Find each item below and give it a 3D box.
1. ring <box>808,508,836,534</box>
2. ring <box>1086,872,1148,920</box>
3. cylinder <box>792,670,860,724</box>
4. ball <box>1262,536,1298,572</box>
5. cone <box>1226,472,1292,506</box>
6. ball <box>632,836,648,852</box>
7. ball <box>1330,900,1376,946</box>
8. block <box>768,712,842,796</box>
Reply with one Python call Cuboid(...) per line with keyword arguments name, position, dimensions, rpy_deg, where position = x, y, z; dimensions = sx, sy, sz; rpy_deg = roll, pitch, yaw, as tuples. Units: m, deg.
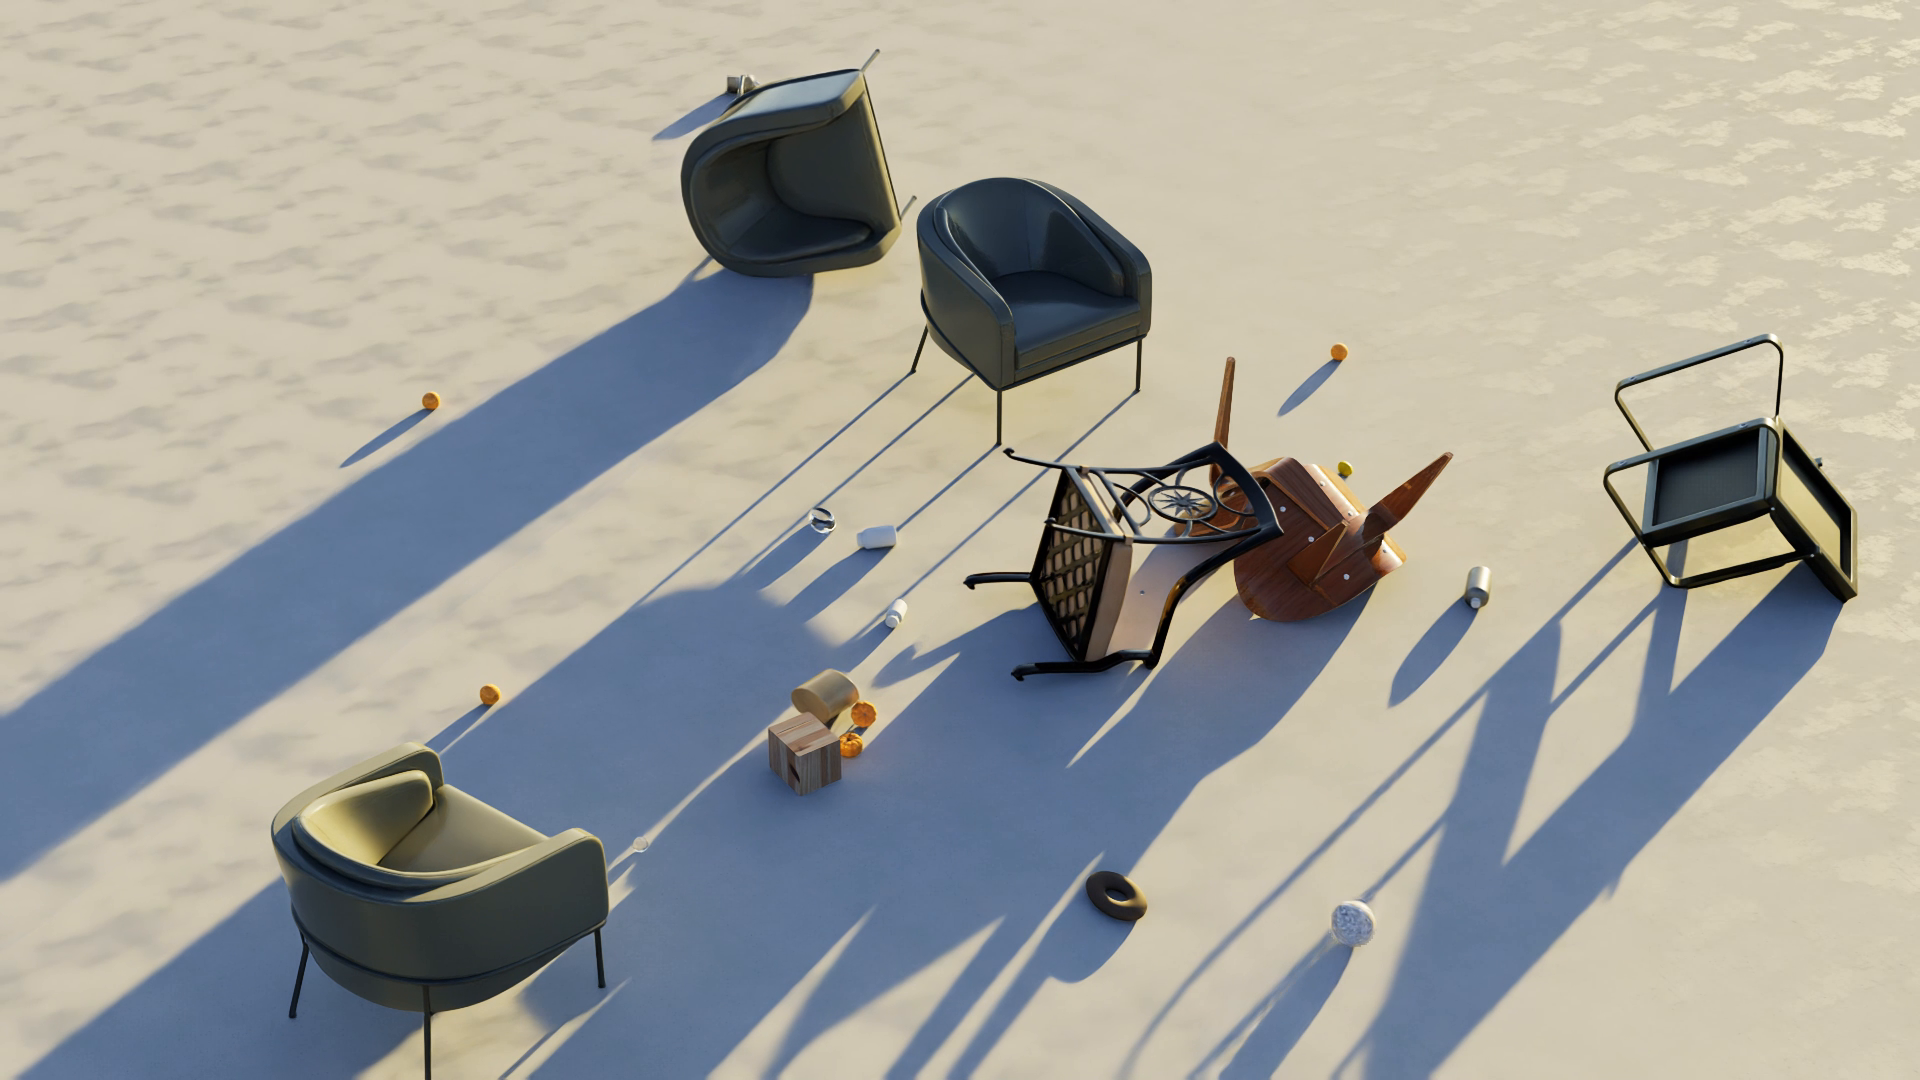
Cuboid(name="ring", position=(-0.518, -0.073, 11.005), dimensions=(0.090, 0.057, 0.138), rpy_deg=(-22, 41, -28))
Cuboid(name="ring", position=(0.491, 1.117, 9.208), dimensions=(0.157, 0.046, 0.249), rpy_deg=(-21, 38, -27))
Cuboid(name="cylinder", position=(-0.461, 0.534, 10.017), dimensions=(0.180, 0.128, 0.148), rpy_deg=(20, 38, 38))
Cuboid(name="ball", position=(1.172, 0.049, 10.748), dimensions=(0.134, 0.134, 0.134), rpy_deg=(0, 33, 0))
Cuboid(name="cone", position=(1.122, -0.201, 11.198), dimensions=(0.257, 0.115, 0.155), rpy_deg=(3, 30, 28))
Cuboid(name="ball", position=(-1.027, 0.978, 9.414), dimensions=(0.050, 0.050, 0.050), rpy_deg=(0, 33, 0))
Cuboid(name="ball", position=(1.209, 1.180, 9.029), dimensions=(0.137, 0.137, 0.137), rpy_deg=(0, 33, 0))
Cuboid(name="block", position=(-0.515, 0.708, 9.721), dimensions=(0.161, 0.165, 0.190), rpy_deg=(-21, 39, -29))
